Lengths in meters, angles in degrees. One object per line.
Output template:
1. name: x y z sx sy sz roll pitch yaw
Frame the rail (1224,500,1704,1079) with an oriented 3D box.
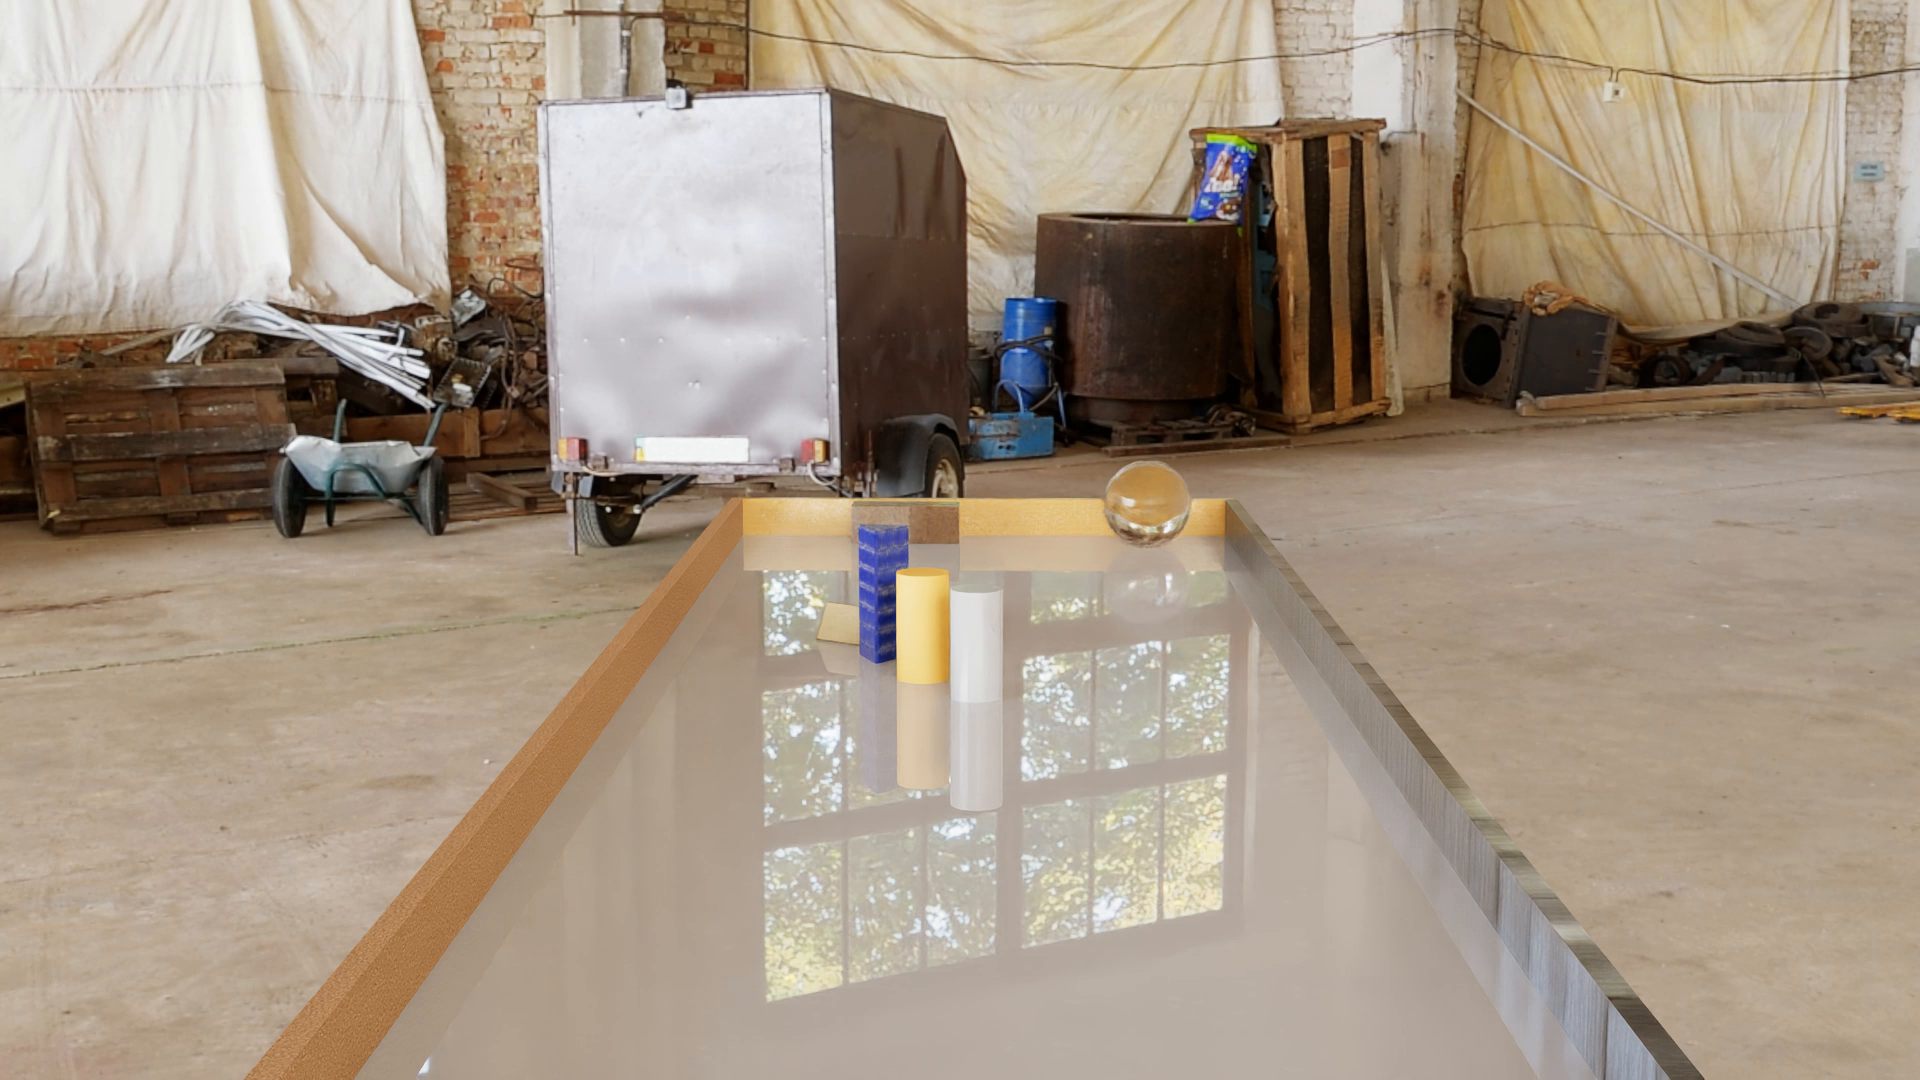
1. rail: 1.046 0.843 3.208 0.050 0.150 12.000 0 9 1

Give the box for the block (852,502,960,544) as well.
1. block: -0.221 -0.071 8.970 0.436 0.153 0.153 0 9 2

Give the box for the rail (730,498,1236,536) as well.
1. rail: 0.099 -0.098 9.147 2.100 0.150 0.050 0 9 1

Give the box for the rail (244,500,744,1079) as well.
1. rail: -1.004 0.839 3.234 0.050 0.150 12.000 0 9 1

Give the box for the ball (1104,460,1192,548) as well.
1. ball: 0.749 -0.145 8.798 0.352 0.352 0.352 0 9 0

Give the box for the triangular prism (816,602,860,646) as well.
1. triangular prism: -0.296 0.266 6.957 0.306 0.111 0.128 6 11 33

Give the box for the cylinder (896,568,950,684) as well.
1. cylinder: -0.108 0.249 6.429 0.155 0.316 0.155 0 9 0

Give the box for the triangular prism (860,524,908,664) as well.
1. triangular prism: -0.256 0.158 6.715 0.131 0.406 0.152 7 11 38

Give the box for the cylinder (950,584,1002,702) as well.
1. cylinder: 0.047 0.290 6.188 0.148 0.311 0.148 0 9 0
